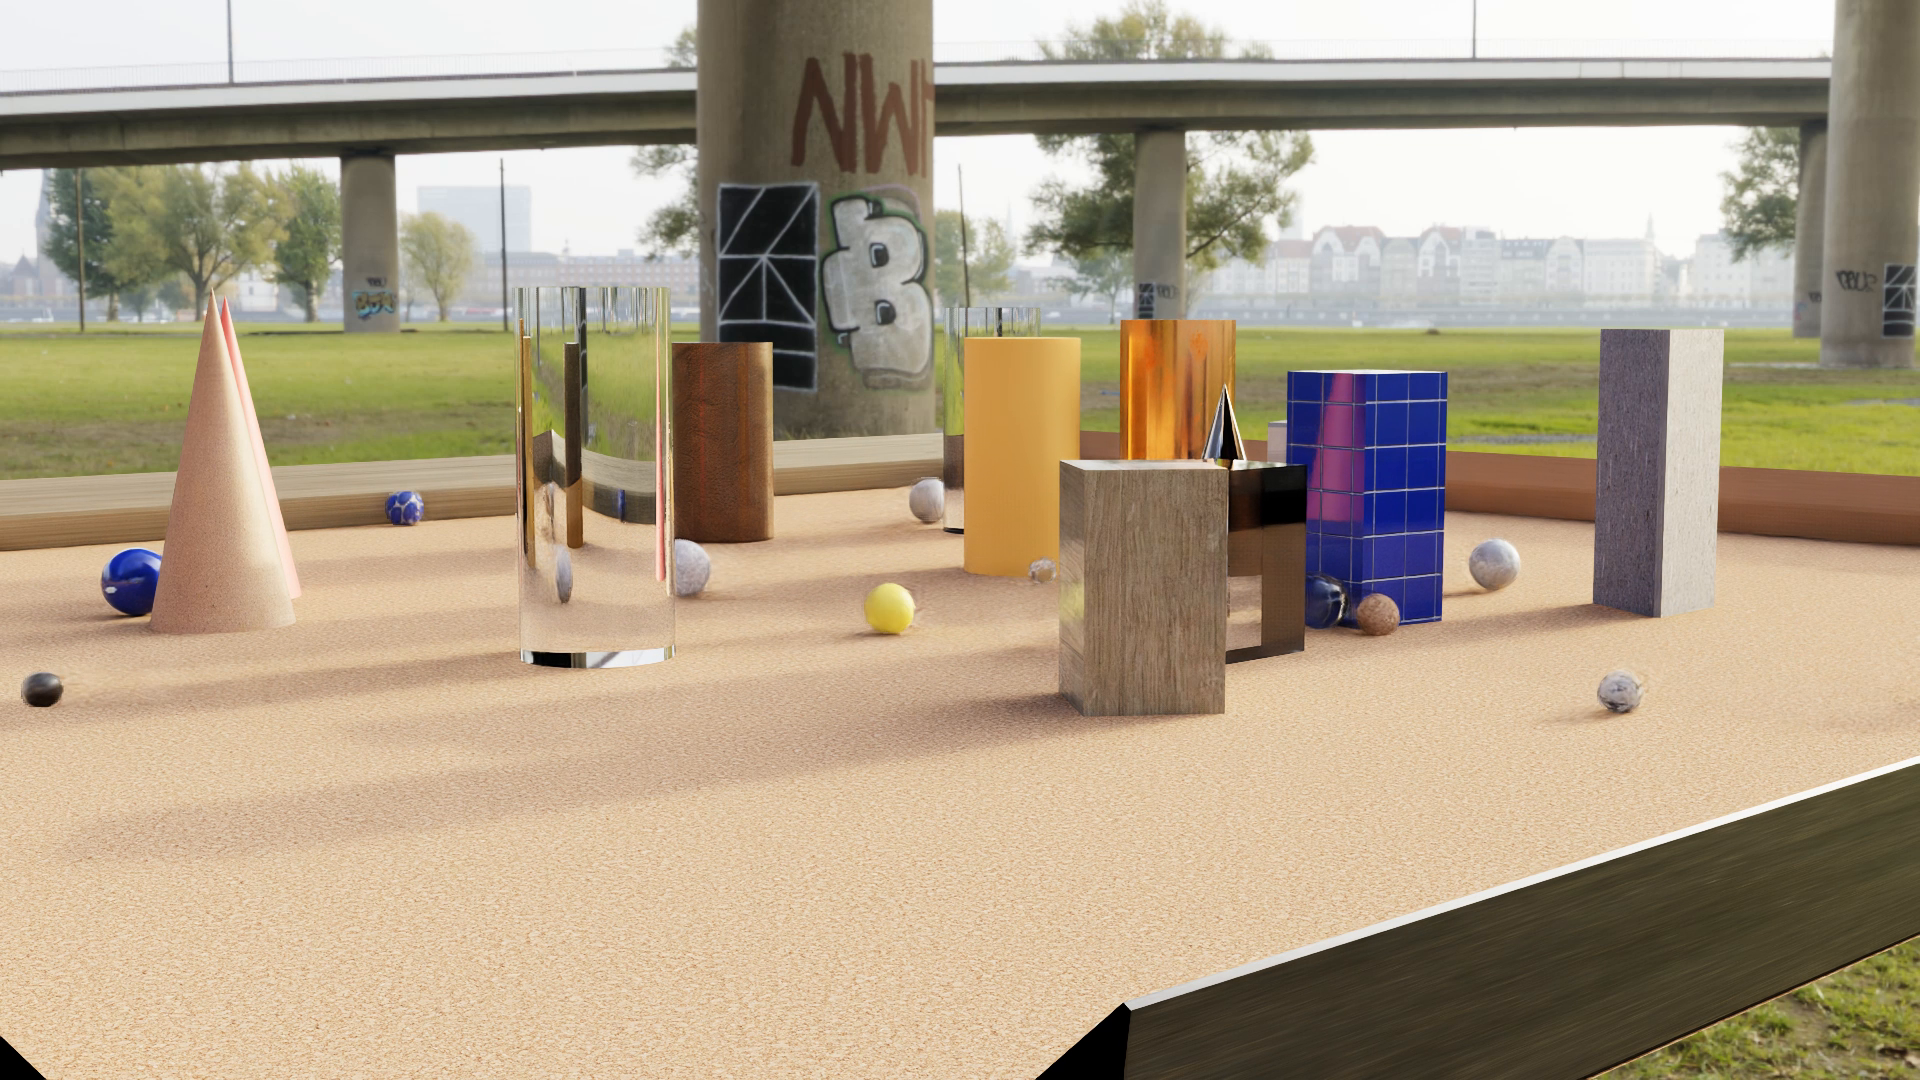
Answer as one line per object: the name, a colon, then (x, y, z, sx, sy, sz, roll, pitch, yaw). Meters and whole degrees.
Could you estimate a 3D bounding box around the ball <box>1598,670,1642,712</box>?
ball: (0.734, 0.168, 2.445, 0.048, 0.048, 0.048, 0, 6, 0)

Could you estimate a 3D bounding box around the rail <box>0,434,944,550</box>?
rail: (-1.185, -0.099, 4.609, 3.840, 0.130, 0.045, -5, 8, -42)

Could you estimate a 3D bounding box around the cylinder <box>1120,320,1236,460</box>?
cylinder: (0.378, -0.168, 3.835, 0.200, 0.430, 0.200, 0, 6, 0)

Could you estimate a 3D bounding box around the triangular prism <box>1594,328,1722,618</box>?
triangular prism: (1.024, -0.106, 3.295, 0.150, 0.418, 0.173, 6, 8, 45)

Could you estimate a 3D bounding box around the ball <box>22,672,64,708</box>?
ball: (-1.031, 0.168, 2.473, 0.042, 0.042, 0.042, 0, 6, 0)

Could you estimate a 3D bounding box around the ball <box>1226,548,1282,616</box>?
ball: (0.419, 0.062, 3.217, 0.100, 0.100, 0.100, 0, 6, 0)

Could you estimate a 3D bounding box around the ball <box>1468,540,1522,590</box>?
ball: (0.855, 0.040, 3.515, 0.081, 0.081, 0.081, 0, 6, 0)

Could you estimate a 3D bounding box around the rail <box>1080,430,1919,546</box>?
rail: (1.394, -0.099, 4.611, 0.045, 0.130, 3.542, -5, 8, -42)

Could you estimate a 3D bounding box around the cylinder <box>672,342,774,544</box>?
cylinder: (-0.465, -0.194, 4.302, 0.200, 0.384, 0.200, 0, 6, 0)

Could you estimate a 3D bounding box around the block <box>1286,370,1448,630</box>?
block: (0.584, -0.063, 3.173, 0.160, 0.358, 0.160, -4, 7, -34)

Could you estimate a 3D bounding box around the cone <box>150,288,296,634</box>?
cone: (-1.054, -0.120, 3.121, 0.200, 0.481, 0.200, 0, 6, 0)

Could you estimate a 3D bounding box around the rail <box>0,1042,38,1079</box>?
rail: (-1.394, 0.167, 2.053, 0.045, 0.130, 3.542, -5, 8, -42)

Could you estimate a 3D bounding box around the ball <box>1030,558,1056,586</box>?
ball: (0.135, 0.051, 3.583, 0.045, 0.045, 0.045, 0, 6, 0)

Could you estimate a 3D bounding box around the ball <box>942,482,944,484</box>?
ball: (-0.027, -0.091, 4.801, 0.075, 0.075, 0.075, 0, 6, 0)

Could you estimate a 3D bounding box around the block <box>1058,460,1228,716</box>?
block: (0.205, 0.050, 2.496, 0.160, 0.272, 0.160, -1, 6, -7)

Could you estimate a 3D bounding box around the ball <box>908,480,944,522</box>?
ball: (-0.063, -0.083, 4.646, 0.091, 0.091, 0.091, 0, 6, 0)

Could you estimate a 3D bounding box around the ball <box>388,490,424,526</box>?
ball: (-1.153, -0.066, 4.574, 0.073, 0.073, 0.073, 0, 6, 0)

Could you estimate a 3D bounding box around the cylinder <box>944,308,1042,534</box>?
cylinder: (0.065, -0.244, 4.457, 0.200, 0.451, 0.200, 0, 6, 0)

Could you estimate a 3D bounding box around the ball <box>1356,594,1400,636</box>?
ball: (0.573, 0.103, 3.020, 0.059, 0.059, 0.059, 0, 6, 0)

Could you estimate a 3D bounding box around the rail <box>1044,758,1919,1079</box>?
rail: (1.185, 0.167, 2.055, 3.840, 0.130, 0.045, -5, 8, -42)

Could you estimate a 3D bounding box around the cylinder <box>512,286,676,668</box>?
cylinder: (-0.469, -0.086, 2.826, 0.200, 0.475, 0.200, 0, 6, 0)

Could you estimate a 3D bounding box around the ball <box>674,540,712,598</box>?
ball: (-0.434, 0.044, 3.433, 0.089, 0.089, 0.089, 0, 6, 0)

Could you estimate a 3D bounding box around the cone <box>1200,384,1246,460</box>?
cone: (0.415, -0.082, 3.470, 0.200, 0.334, 0.200, 0, 6, 0)

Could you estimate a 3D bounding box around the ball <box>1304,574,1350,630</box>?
ball: (0.507, 0.087, 3.086, 0.077, 0.077, 0.077, 0, 6, 0)

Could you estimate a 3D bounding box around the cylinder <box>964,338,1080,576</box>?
cylinder: (0.106, -0.147, 3.779, 0.200, 0.399, 0.200, 0, 6, 0)

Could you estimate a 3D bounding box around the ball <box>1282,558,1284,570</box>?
ball: (0.562, 0.039, 3.651, 0.055, 0.055, 0.055, 0, 6, 0)

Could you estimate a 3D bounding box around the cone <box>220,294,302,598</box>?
cone: (-1.134, -0.145, 3.416, 0.200, 0.470, 0.200, 0, 6, 0)

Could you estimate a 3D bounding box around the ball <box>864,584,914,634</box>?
ball: (-0.098, 0.095, 3.038, 0.071, 0.071, 0.071, 0, 6, 0)

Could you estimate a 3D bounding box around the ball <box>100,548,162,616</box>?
ball: (-1.208, 0.061, 3.226, 0.100, 0.100, 0.100, 0, 6, 0)

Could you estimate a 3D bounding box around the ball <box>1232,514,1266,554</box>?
ball: (0.517, -0.001, 3.885, 0.087, 0.087, 0.087, 0, 6, 0)

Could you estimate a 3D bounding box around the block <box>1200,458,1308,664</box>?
block: (0.339, 0.024, 2.878, 0.160, 0.246, 0.160, -6, 8, -43)

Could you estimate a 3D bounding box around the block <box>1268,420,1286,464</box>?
block: (0.639, -0.081, 3.843, 0.160, 0.253, 0.160, 3, 7, 27)
